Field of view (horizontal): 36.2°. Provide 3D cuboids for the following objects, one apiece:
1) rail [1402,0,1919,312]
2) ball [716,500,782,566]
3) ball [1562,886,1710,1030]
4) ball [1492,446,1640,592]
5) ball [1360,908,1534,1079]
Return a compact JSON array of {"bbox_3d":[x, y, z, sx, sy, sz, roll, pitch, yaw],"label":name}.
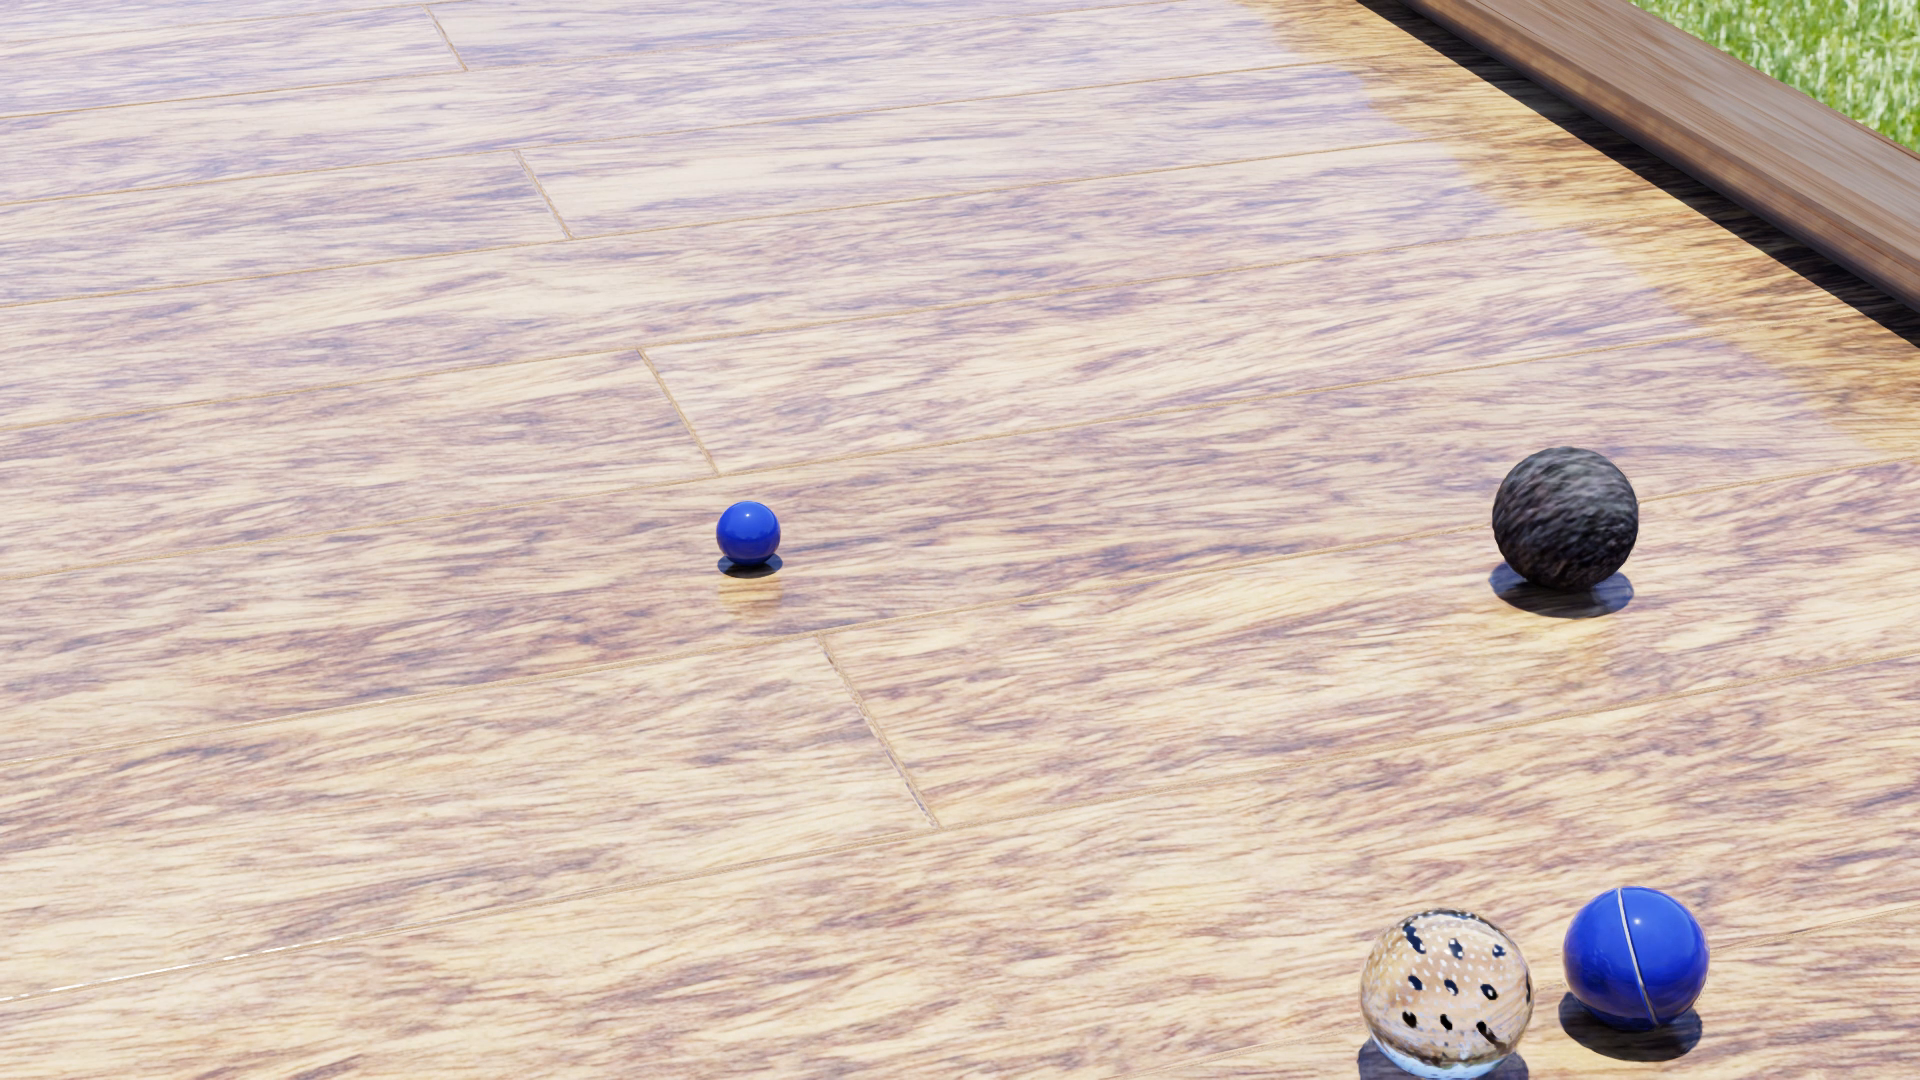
[{"bbox_3d":[0.555,-0.502,2.875,0.045,0.124,3.287,-9,28,-17],"label":"rail"},{"bbox_3d":[-0.142,-0.004,1.976,0.044,0.044,0.044,0,27,0],"label":"ball"},{"bbox_3d":[0.346,0.214,1.508,0.074,0.074,0.074,0,27,0],"label":"ball"},{"bbox_3d":[0.399,-0.014,1.938,0.095,0.095,0.095,0,27,0],"label":"ball"},{"bbox_3d":[0.243,0.227,1.469,0.086,0.086,0.086,0,27,0],"label":"ball"}]
